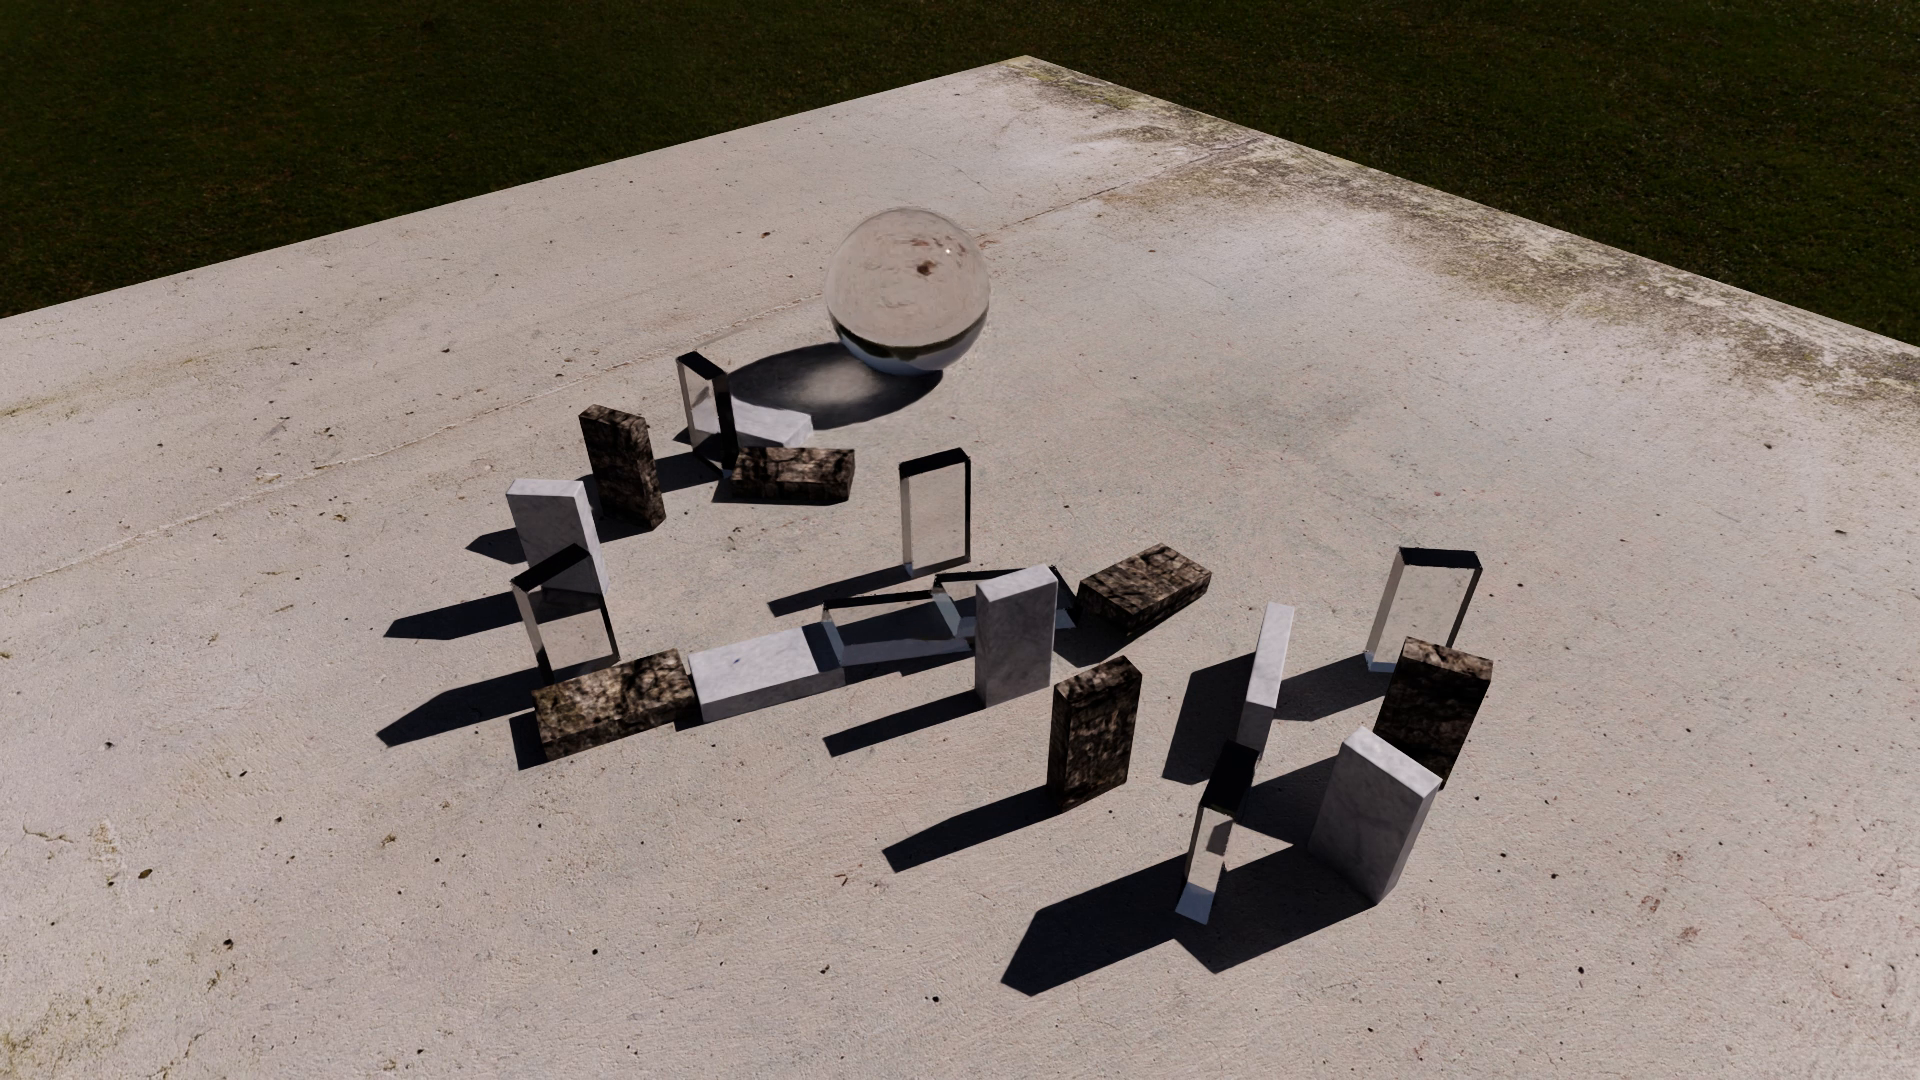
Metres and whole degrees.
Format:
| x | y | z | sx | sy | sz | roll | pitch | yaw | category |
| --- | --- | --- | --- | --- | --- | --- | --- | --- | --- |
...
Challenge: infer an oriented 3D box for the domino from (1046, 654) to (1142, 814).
| x | y | z | sx | sy | sz | roll | pitch | yaw | category |
| --- | --- | --- | --- | --- | --- | --- | --- | --- | --- |
| 0.041 | 0.060 | 0.338 | 0.025 | 0.050 | 0.009 | -20 | 43 | -23 | domino |

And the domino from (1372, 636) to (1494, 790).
| x | y | z | sx | sy | sz | roll | pitch | yaw | category |
| --- | --- | --- | --- | --- | --- | --- | --- | --- | --- |
| 0.146 | 0.055 | 0.345 | 0.025 | 0.050 | 0.010 | 17 | 42 | 19 | domino |

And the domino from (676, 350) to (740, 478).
| x | y | z | sx | sy | sz | roll | pitch | yaw | category |
| --- | --- | --- | --- | --- | --- | --- | --- | --- | --- |
| -0.109 | -0.054 | 0.477 | 0.009 | 0.050 | 0.025 | -30 | 48 | -31 | domino |

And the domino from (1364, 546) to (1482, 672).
| x | y | z | sx | sy | sz | roll | pitch | yaw | category |
| --- | --- | --- | --- | --- | --- | --- | --- | --- | --- |
| 0.159 | 0.025 | 0.381 | 0.025 | 0.050 | 0.009 | 3 | 39 | 4 | domino |

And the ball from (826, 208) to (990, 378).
| x | y | z | sx | sy | sz | roll | pitch | yaw | category |
| --- | --- | --- | --- | --- | --- | --- | --- | --- | --- |
| -0.025 | -0.119 | 0.534 | 0.080 | 0.080 | 0.080 | 0 | 39 | 0 | ball |

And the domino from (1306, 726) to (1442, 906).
| x | y | z | sx | sy | sz | roll | pitch | yaw | category |
| --- | --- | --- | --- | --- | --- | --- | --- | --- | --- |
| 0.117 | 0.079 | 0.315 | 0.010 | 0.050 | 0.025 | -29 | 47 | -30 | domino |

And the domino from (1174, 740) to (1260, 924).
| x | y | z | sx | sy | sz | roll | pitch | yaw | category |
| --- | --- | --- | --- | --- | --- | --- | --- | --- | --- |
| 0.072 | 0.083 | 0.310 | 0.010 | 0.050 | 0.025 | 18 | 43 | 21 | domino |

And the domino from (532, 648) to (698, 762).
| x | y | z | sx | sy | sz | roll | pitch | yaw | category |
| --- | --- | --- | --- | --- | --- | --- | --- | --- | --- |
| -0.118 | 0.056 | 0.376 | 0.050 | 0.010 | 0.025 | -16 | 42 | -19 | domino |

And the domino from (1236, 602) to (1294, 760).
| x | y | z | sx | sy | sz | roll | pitch | yaw | category |
| --- | --- | --- | --- | --- | --- | --- | --- | --- | --- |
| 0.104 | 0.047 | 0.374 | 0.010 | 0.025 | 0.050 | 13 | 41 | 15 | domino |

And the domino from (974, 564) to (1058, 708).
| x | y | z | sx | sy | sz | roll | pitch | yaw | category |
| --- | --- | --- | --- | --- | --- | --- | --- | --- | --- |
| 0.018 | 0.033 | 0.371 | 0.025 | 0.050 | 0.010 | -16 | 42 | -19 | domino |

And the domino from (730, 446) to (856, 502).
| x | y | z | sx | sy | sz | roll | pitch | yaw | category |
| --- | --- | --- | --- | --- | --- | --- | --- | --- | --- |
| -0.072 | -0.029 | 0.479 | 0.050 | 0.010 | 0.025 | 2 | 39 | 2 | domino |

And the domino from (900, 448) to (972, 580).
| x | y | z | sx | sy | sz | roll | pitch | yaw | category |
| --- | --- | --- | --- | --- | --- | --- | --- | --- | --- |
| -0.009 | -0.010 | 0.423 | 0.025 | 0.050 | 0.010 | -16 | 42 | -19 | domino |

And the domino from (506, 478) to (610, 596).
| x | y | z | sx | sy | sz | roll | pitch | yaw | category |
| --- | --- | --- | --- | --- | --- | --- | --- | --- | --- |
| -0.149 | 0.000 | 0.411 | 0.025 | 0.050 | 0.009 | 2 | 39 | 3 | domino |

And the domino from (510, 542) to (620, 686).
| x | y | z | sx | sy | sz | roll | pitch | yaw | category |
| --- | --- | --- | --- | --- | --- | --- | --- | --- | --- |
| -0.134 | 0.028 | 0.377 | 0.009 | 0.050 | 0.025 | 28 | 47 | 30 | domino |

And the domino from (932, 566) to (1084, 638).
| x | y | z | sx | sy | sz | roll | pitch | yaw | category |
| --- | --- | --- | --- | --- | --- | --- | --- | --- | --- |
| 0.017 | 0.022 | 0.407 | 0.050 | 0.009 | 0.025 | -3 | 37 | -25 | domino |

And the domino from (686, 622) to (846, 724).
| x | y | z | sx | sy | sz | roll | pitch | yaw | category |
| --- | --- | --- | --- | --- | --- | --- | --- | --- | --- |
| -0.068 | 0.046 | 0.387 | 0.050 | 0.010 | 0.025 | -13 | 41 | -16 | domino |

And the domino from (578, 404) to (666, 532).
| x | y | z | sx | sy | sz | roll | pitch | yaw | category |
| --- | --- | --- | --- | --- | --- | --- | --- | --- | --- |
| -0.137 | -0.029 | 0.447 | 0.025 | 0.050 | 0.009 | 16 | 42 | 19 | domino |

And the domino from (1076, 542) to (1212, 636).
| x | y | z | sx | sy | sz | roll | pitch | yaw | category |
| --- | --- | --- | --- | --- | --- | --- | --- | --- | --- |
| 0.070 | 0.018 | 0.414 | 0.050 | 0.010 | 0.025 | -21 | 43 | -40 | domino |

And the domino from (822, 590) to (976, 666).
| x | y | z | sx | sy | sz | roll | pitch | yaw | category |
| --- | --- | --- | --- | --- | --- | --- | --- | --- | --- |
| -0.022 | 0.031 | 0.398 | 0.050 | 0.009 | 0.025 | -5 | 38 | -23 | domino |

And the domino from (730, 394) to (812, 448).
| x | y | z | sx | sy | sz | roll | pitch | yaw | category |
| --- | --- | --- | --- | --- | --- | --- | --- | --- | --- |
| -0.096 | -0.053 | 0.508 | 0.050 | 0.009 | 0.025 | 16 | 42 | 18 | domino |
